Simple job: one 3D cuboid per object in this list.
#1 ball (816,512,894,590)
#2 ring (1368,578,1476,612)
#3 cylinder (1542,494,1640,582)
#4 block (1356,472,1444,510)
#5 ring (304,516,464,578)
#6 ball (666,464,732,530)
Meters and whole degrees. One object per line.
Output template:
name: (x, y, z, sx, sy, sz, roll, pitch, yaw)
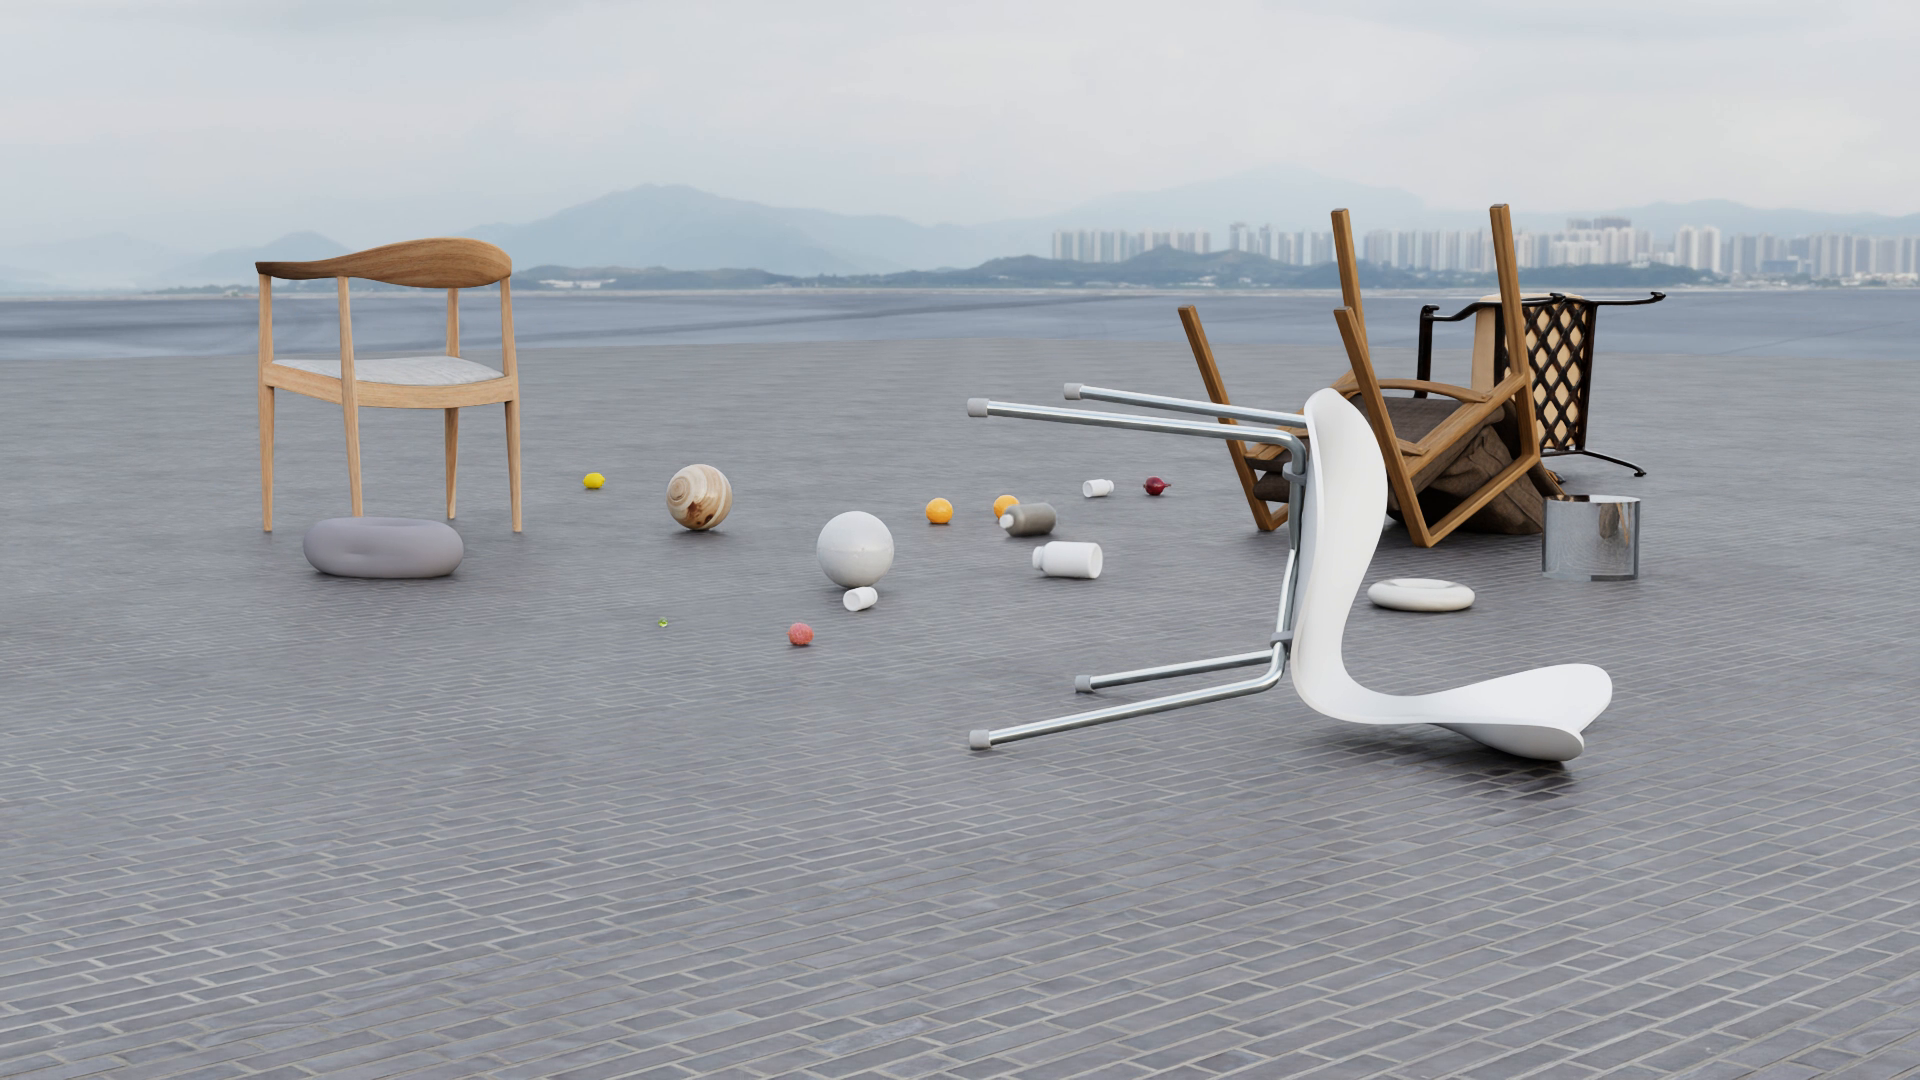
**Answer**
ball: (-0.220, 0.021, 5.404, 0.164, 0.164, 0.164, 0, 6, 0)
ring: (0.921, 0.110, 5.126, 0.211, 0.046, 0.230, 0, 7, -3)
cylinder: (1.384, -0.006, 5.630, 0.208, 0.171, 0.193, 2, 6, 18)
block: (1.260, -0.143, 7.343, 0.187, 0.093, 0.175, -2, 6, -18)
ring: (-1.279, 0.017, 5.688, 0.388, 0.117, 0.226, 3, 8, 20)
ball: (-0.675, -0.111, 6.649, 0.172, 0.172, 0.172, 0, 6, 0)
